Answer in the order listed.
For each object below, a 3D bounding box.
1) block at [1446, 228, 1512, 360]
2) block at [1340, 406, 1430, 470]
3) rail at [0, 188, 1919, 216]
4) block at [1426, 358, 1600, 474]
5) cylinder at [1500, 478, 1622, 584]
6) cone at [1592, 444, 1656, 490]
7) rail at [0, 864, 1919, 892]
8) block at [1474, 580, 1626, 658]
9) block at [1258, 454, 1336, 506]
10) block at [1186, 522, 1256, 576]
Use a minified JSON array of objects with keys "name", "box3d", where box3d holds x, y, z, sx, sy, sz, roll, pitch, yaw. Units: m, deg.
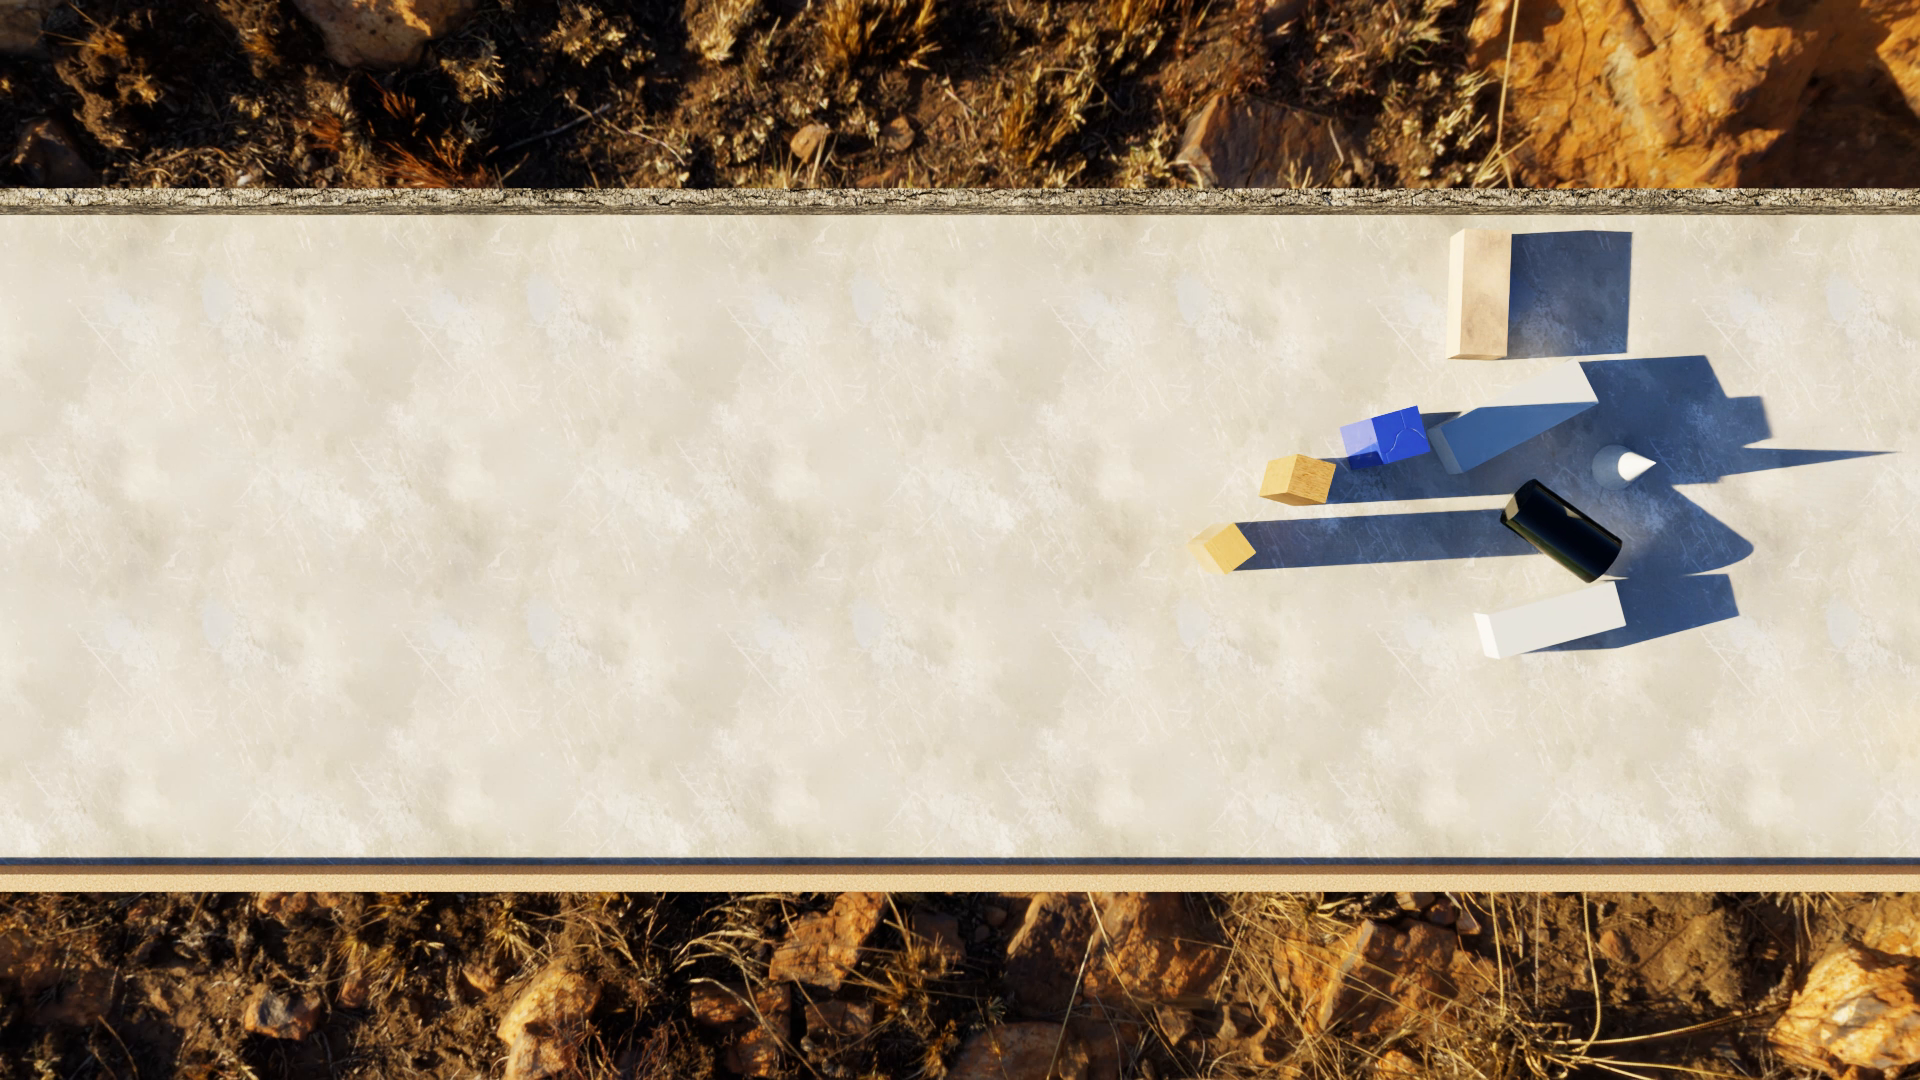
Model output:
[{"name":"block","box3d":[1.573,-0.742,5.006,0.141,0.141,0.375,2,90,0]},{"name":"block","box3d":[1.252,-0.299,4.881,0.137,0.391,0.137,-16,90,0]},{"name":"rail","box3d":[-2.247,-1.025,5.002,12.000,0.150,0.050,0,90,0]},{"name":"block","box3d":[1.670,-0.373,5.000,0.456,0.153,0.153,-27,90,0]},{"name":"cylinder","box3d":[1.818,-0.027,4.994,0.316,0.166,0.166,35,90,0]},{"name":"cone","box3d":[2.016,-0.224,4.926,0.142,0.300,0.142,0,90,0]},{"name":"rail","box3d":[-2.247,1.025,5.001,12.000,0.150,0.050,0,90,0]},{"name":"block","box3d":[1.788,0.240,5.008,0.392,0.136,0.136,-15,90,0]},{"name":"block","box3d":[0.988,-0.173,4.857,0.113,0.440,0.113,16,90,0]},{"name":"block","box3d":[0.768,0.025,4.886,0.108,0.381,0.108,-37,90,0]}]
